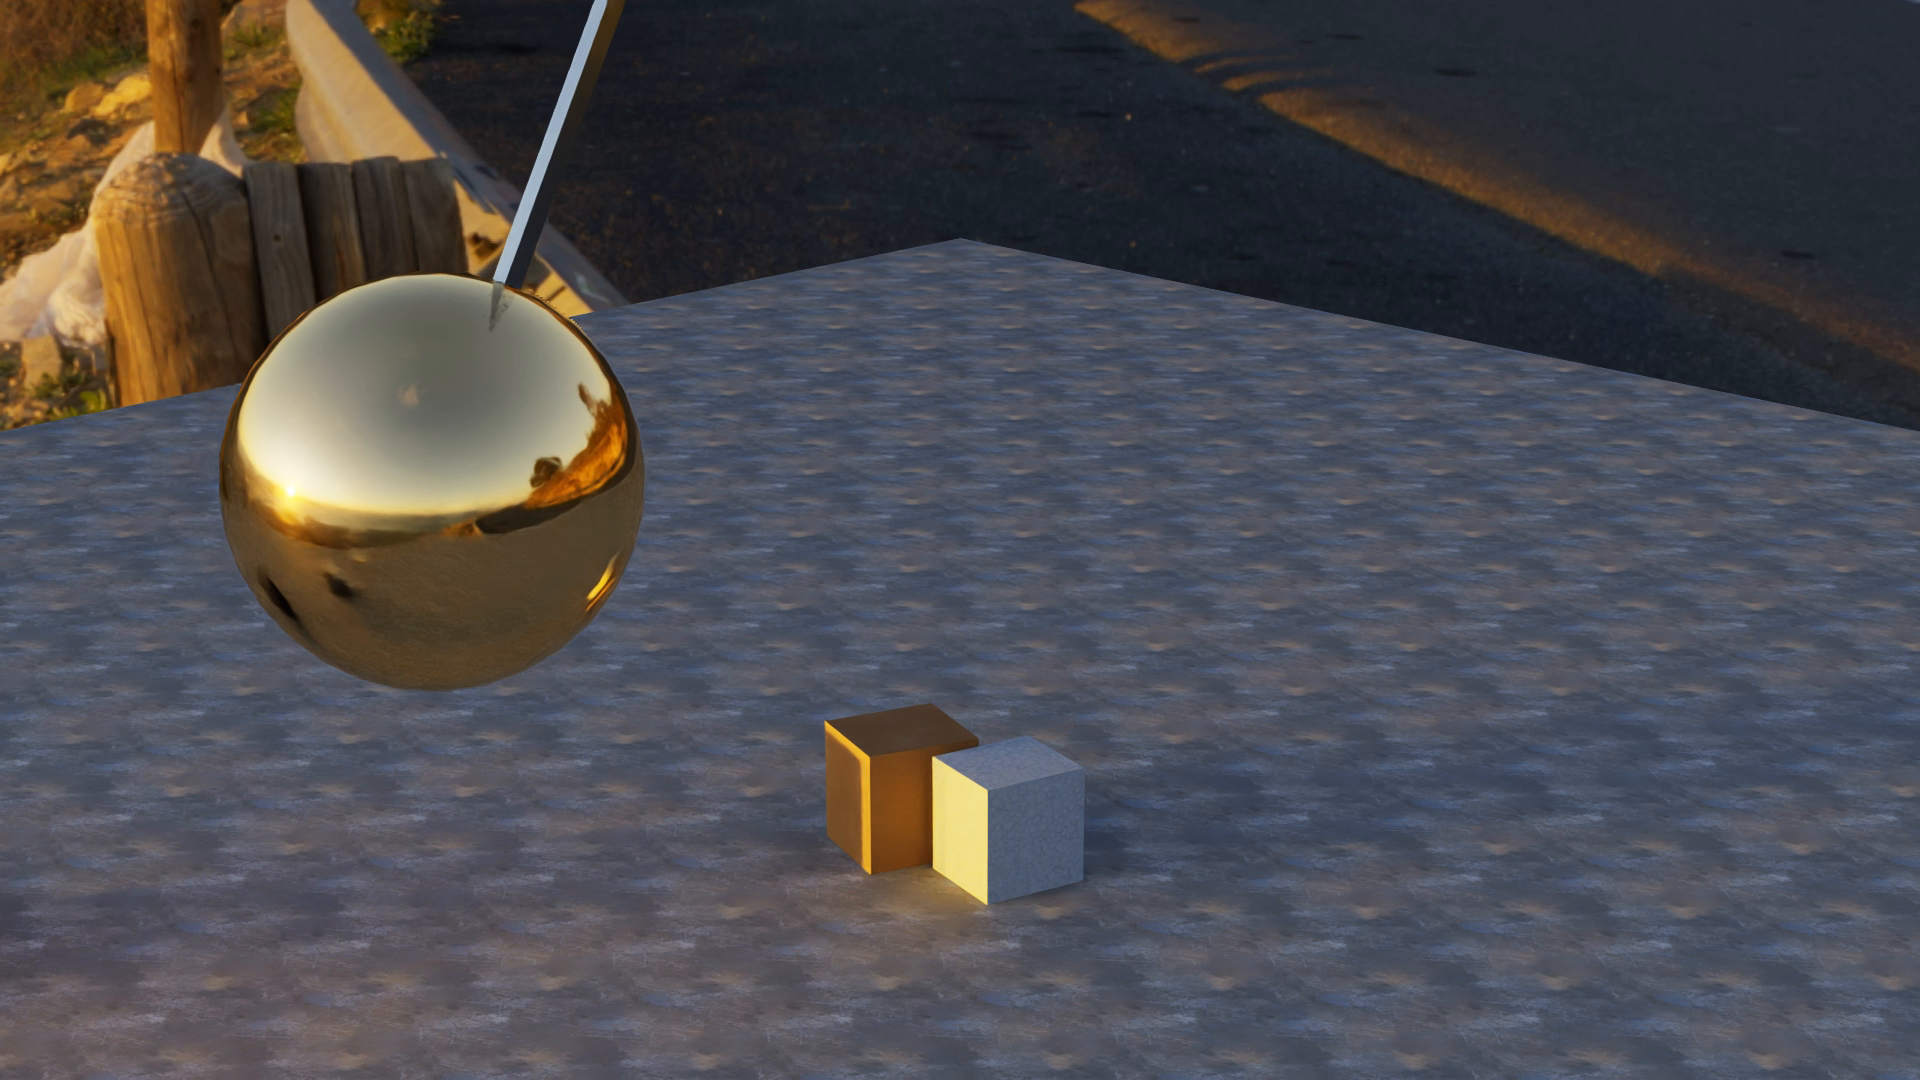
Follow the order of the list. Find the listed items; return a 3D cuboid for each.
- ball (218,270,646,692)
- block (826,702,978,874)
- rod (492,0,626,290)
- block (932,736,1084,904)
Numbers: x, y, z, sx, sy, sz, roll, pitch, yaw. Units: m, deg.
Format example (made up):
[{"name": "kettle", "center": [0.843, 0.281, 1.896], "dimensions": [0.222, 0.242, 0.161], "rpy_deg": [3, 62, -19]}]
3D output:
[{"name": "ball", "center": [-2.002, -0.223, 11.173], "dimensions": [1.600, 1.600, 1.600], "rpy_deg": [0, 17, 0]}, {"name": "block", "center": [-0.273, 1.156, 13.703], "dimensions": [0.549, 0.578, 0.510], "rpy_deg": [-8, 19, -25]}, {"name": "rod", "center": [-0.868, -3.423, 11.356], "dimensions": [0.080, 5.200, 0.080], "rpy_deg": [17, -4, 42]}, {"name": "block", "center": [0.219, 1.271, 13.379], "dimensions": [0.515, 0.552, 0.476], "rpy_deg": [-10, 20, -30]}]
